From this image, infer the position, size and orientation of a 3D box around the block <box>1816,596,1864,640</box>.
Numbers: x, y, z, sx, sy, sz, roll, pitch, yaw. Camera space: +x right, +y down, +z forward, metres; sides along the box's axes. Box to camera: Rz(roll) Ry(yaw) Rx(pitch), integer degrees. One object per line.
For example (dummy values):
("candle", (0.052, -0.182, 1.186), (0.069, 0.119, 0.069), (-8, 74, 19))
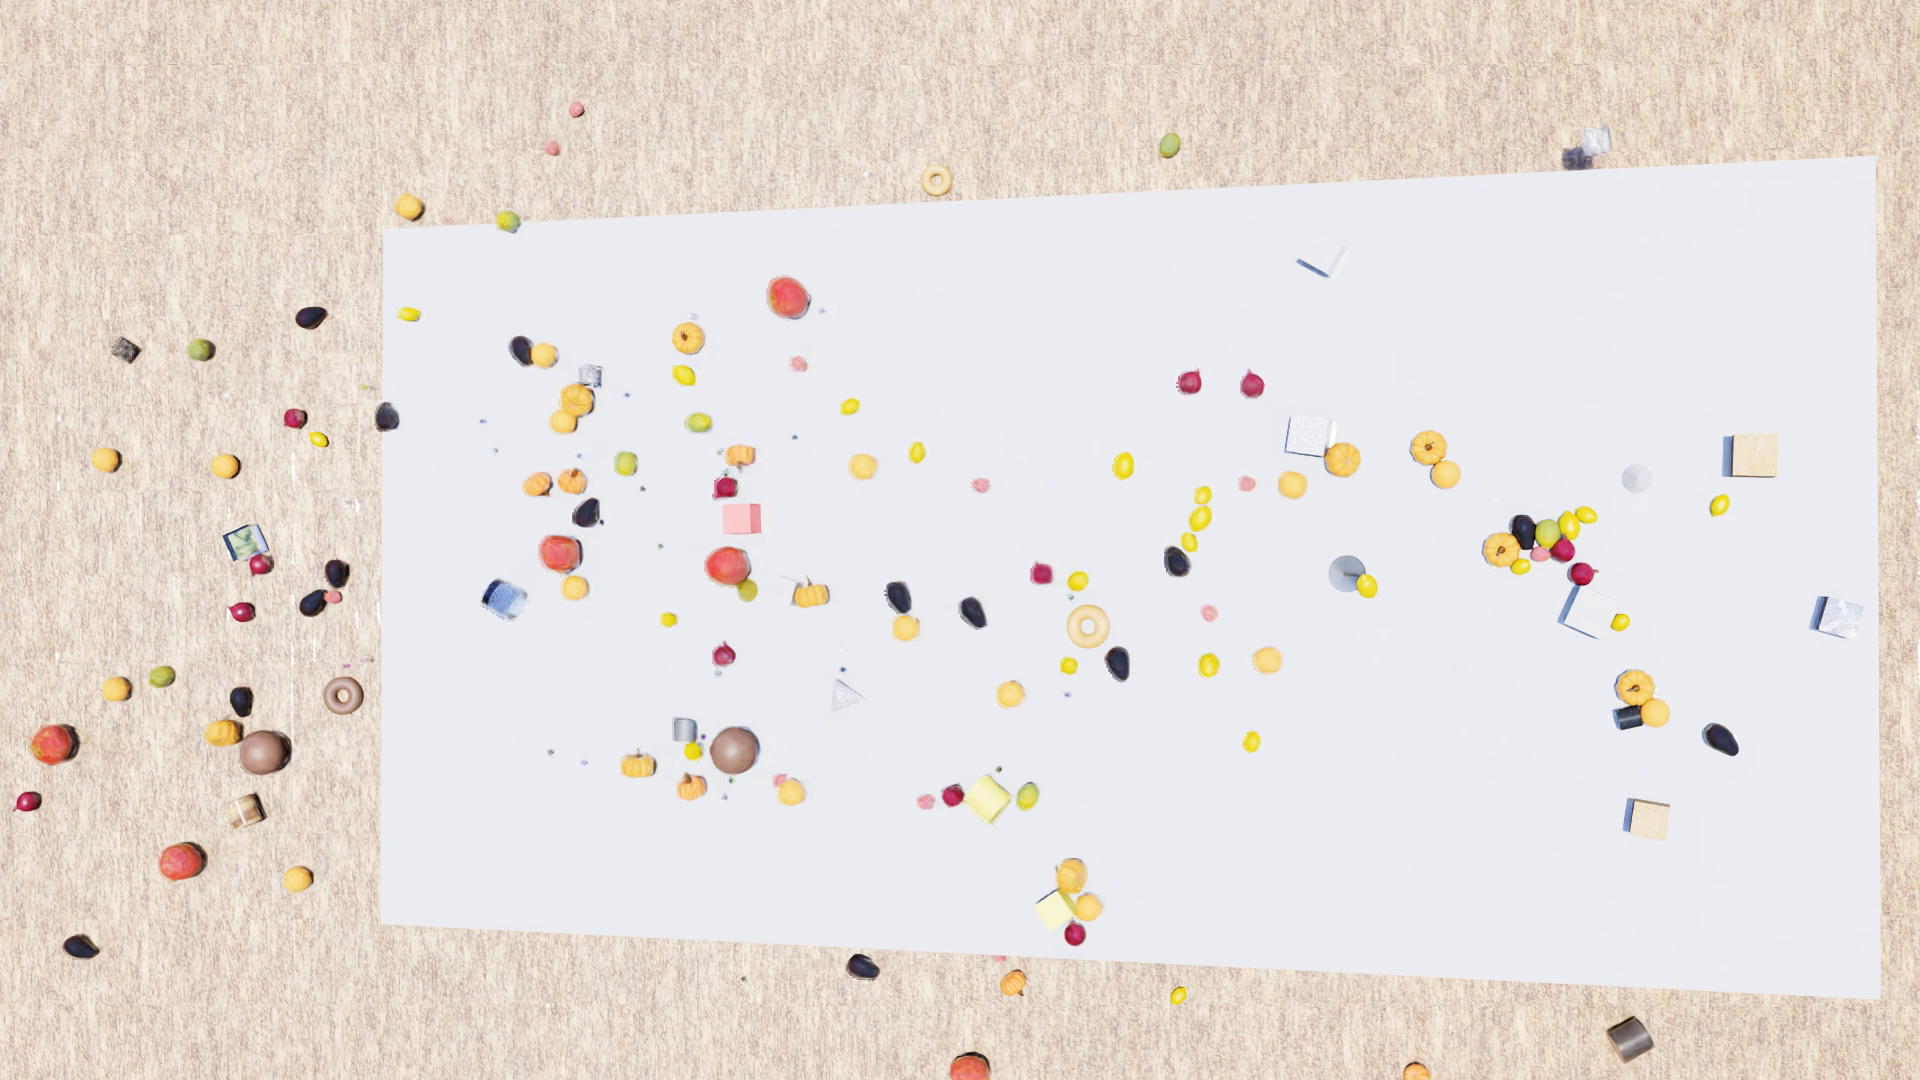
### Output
("block", (2.080, 0.184, 5.197), (0.082, 0.082, 0.082), (16, 94, 16))

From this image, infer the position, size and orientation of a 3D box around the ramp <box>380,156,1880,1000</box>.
("ramp", (0.270, 0.096, 5.819), (4.000, 0.100, 2.000), (0, 89, 16))

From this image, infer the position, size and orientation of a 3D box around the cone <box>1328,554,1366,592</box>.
("cone", (0.966, 0.085, 5.516), (0.095, 0.095, 0.095), (0, 89, 16))

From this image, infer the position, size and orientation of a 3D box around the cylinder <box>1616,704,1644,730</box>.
("cylinder", (1.626, 0.432, 5.340), (0.053, 0.053, 0.053), (-18, 89, 19))

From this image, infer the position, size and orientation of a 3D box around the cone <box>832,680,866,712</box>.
("cone", (-0.294, 0.423, 5.906), (0.088, 0.088, 0.088), (6, 89, -10))

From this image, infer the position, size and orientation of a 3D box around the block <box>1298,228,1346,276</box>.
("block", (0.915, -0.724, 5.549), (0.083, 0.083, 0.083), (31, 98, 14))

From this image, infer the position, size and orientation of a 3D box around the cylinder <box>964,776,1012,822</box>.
("cylinder", (0.074, 0.679, 5.769), (0.090, 0.090, 0.090), (40, 89, 13))

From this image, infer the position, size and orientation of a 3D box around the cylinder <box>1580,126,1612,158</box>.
("cylinder", (1.790, -1.120, 6.183), (0.073, 0.073, 0.073), (-10, 89, 24))

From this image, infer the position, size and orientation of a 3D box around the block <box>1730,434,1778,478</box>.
("block", (1.896, -0.201, 5.247), (0.099, 0.099, 0.099), (2, 90, 16))

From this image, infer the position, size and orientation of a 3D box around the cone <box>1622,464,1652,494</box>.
("cone", (1.642, -0.150, 5.334), (0.072, 0.072, 0.072), (0, 89, 16))

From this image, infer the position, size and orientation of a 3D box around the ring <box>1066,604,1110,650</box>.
("ring", (0.333, 0.226, 5.727), (0.117, 0.039, 0.117), (-1, 88, 17))

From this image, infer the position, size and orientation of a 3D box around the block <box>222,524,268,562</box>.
("block", (-2.076, 0.008, 6.386), (0.082, 0.082, 0.082), (-24, 89, 0))

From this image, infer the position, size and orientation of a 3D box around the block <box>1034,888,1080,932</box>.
("block", (0.252, 0.960, 5.720), (0.077, 0.077, 0.077), (-36, 80, 13))

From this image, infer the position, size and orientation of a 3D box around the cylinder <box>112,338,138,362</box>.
("cylinder", (-2.433, -0.552, 6.408), (0.054, 0.054, 0.054), (32, 89, 0))

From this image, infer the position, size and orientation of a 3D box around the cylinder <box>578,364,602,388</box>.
("cylinder", (-1.031, -0.458, 6.123), (0.055, 0.055, 0.055), (12, 99, 0))

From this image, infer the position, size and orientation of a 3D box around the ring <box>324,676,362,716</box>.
("ring", (-1.798, 0.454, 6.402), (0.113, 0.038, 0.113), (0, 90, 1))

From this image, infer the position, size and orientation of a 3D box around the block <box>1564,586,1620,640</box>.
("block", (1.537, 0.177, 5.346), (0.100, 0.100, 0.100), (25, 96, 15))

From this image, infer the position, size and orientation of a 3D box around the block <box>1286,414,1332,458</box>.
("block", (0.882, -0.263, 5.546), (0.093, 0.093, 0.093), (9, 92, 16))

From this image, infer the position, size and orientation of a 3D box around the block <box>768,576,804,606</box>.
("block", (-0.470, 0.137, 5.948), (0.066, 0.066, 0.066), (17, 94, 16))

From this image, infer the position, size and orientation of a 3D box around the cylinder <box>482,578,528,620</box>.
("cylinder", (-1.277, 0.165, 6.170), (0.088, 0.088, 0.088), (29, 89, 15))

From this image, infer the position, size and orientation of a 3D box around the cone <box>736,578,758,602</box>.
("cone", (-0.592, 0.138, 5.983), (0.066, 0.066, 0.066), (0, 89, 16))

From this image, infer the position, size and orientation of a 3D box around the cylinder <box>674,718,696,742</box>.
("cylinder", (-0.754, 0.521, 6.028), (0.059, 0.059, 0.059), (2, 90, 0))

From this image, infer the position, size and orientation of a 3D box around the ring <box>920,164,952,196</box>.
("ring", (-0.068, -1.053, 6.428), (0.094, 0.031, 0.094), (0, 90, 1))

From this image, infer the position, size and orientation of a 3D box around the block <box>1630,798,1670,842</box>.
("block", (1.665, 0.675, 5.310), (0.082, 0.082, 0.082), (9, 92, 16))

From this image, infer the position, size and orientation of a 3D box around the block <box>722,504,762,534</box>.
("block", (-0.593, -0.057, 5.979), (0.080, 0.080, 0.080), (-3, 88, 16))
